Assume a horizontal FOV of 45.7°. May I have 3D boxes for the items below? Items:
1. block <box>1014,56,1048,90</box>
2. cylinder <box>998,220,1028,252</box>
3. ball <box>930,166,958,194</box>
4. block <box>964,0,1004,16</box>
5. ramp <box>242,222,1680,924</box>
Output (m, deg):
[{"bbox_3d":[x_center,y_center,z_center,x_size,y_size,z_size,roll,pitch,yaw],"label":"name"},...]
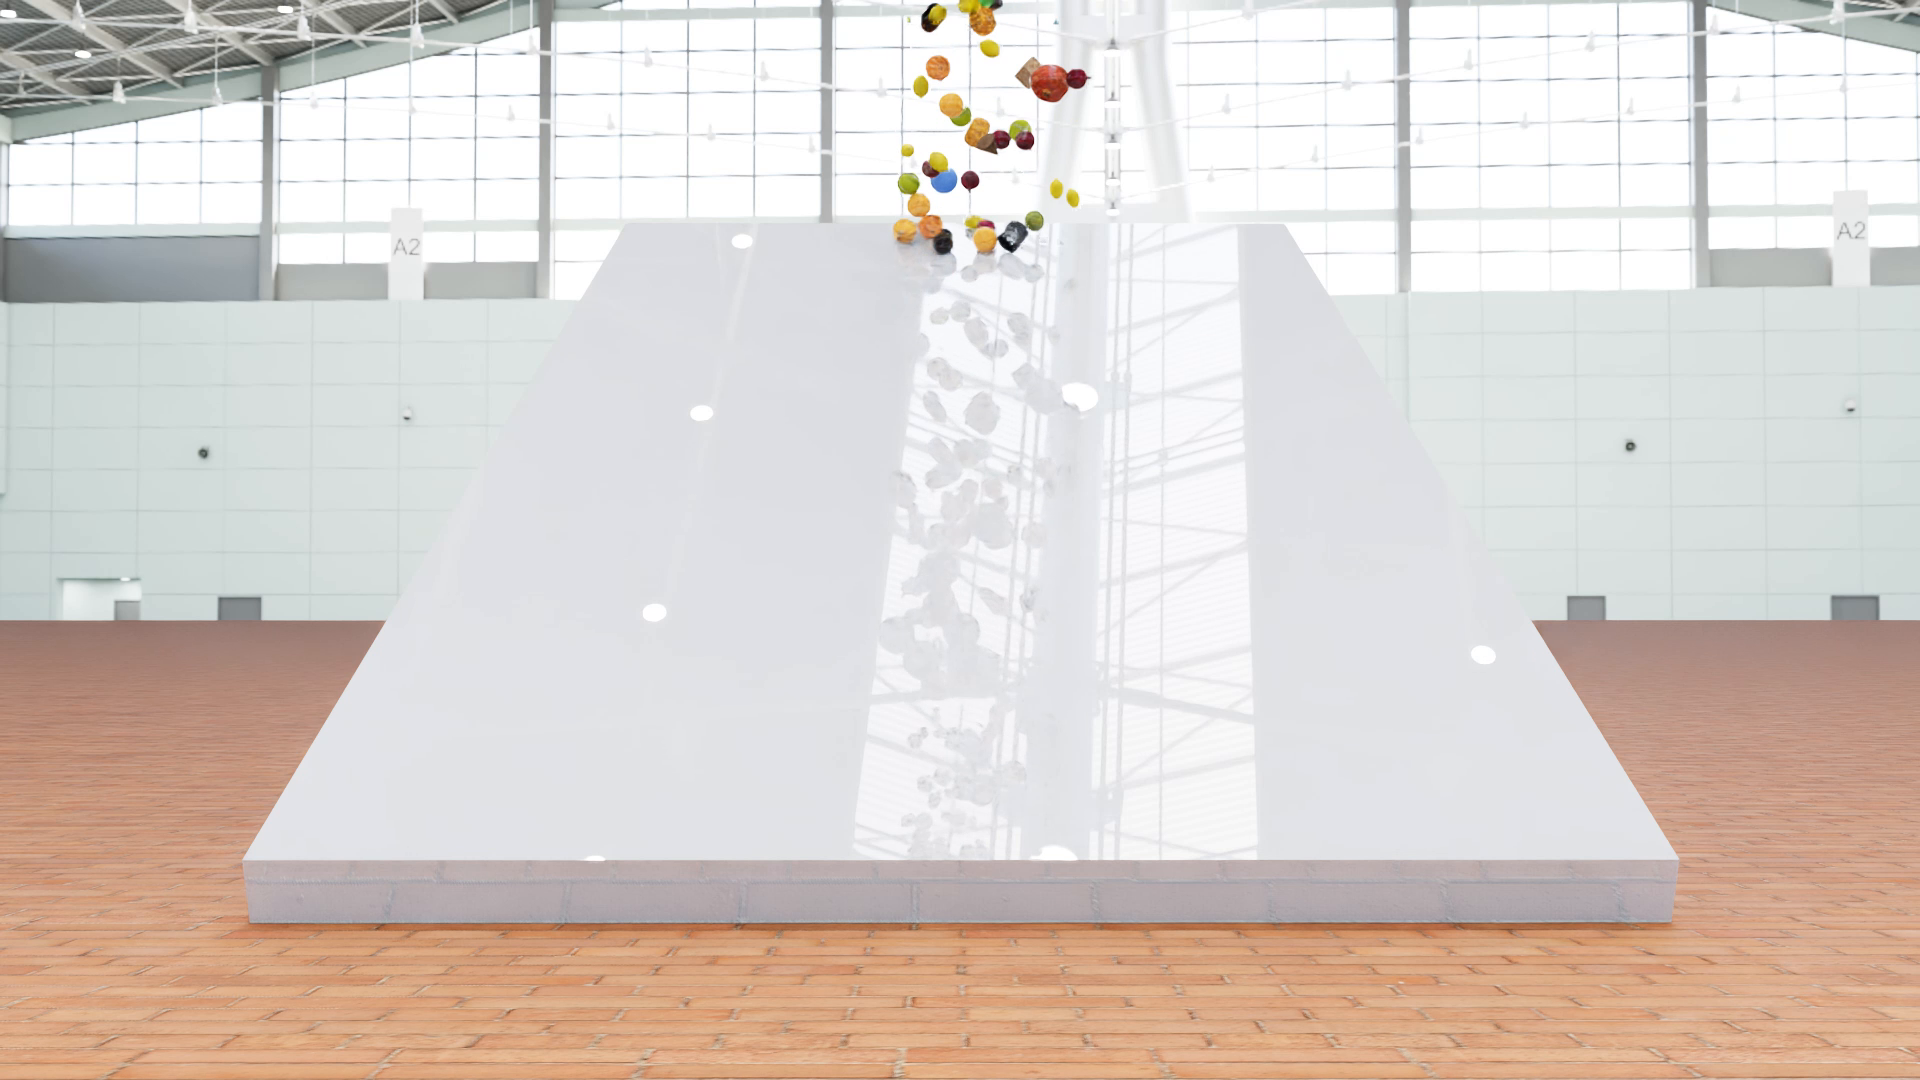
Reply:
[{"bbox_3d":[0.207,-1.371,6.676,0.059,0.059,0.059,-51,7,-34],"label":"block"},{"bbox_3d":[0.153,-0.874,6.551,0.065,0.065,0.065,28,-29,17],"label":"cylinder"},{"bbox_3d":[-0.049,-1.090,6.879,0.085,0.085,0.085,0,-2,0],"label":"ball"},{"bbox_3d":[0.073,-1.640,6.833,0.082,0.082,0.082,-15,-28,38],"label":"block"},{"bbox_3d":[-0.005,-0.212,5.056,2.000,0.100,4.000,0,21,0],"label":"ramp"}]
